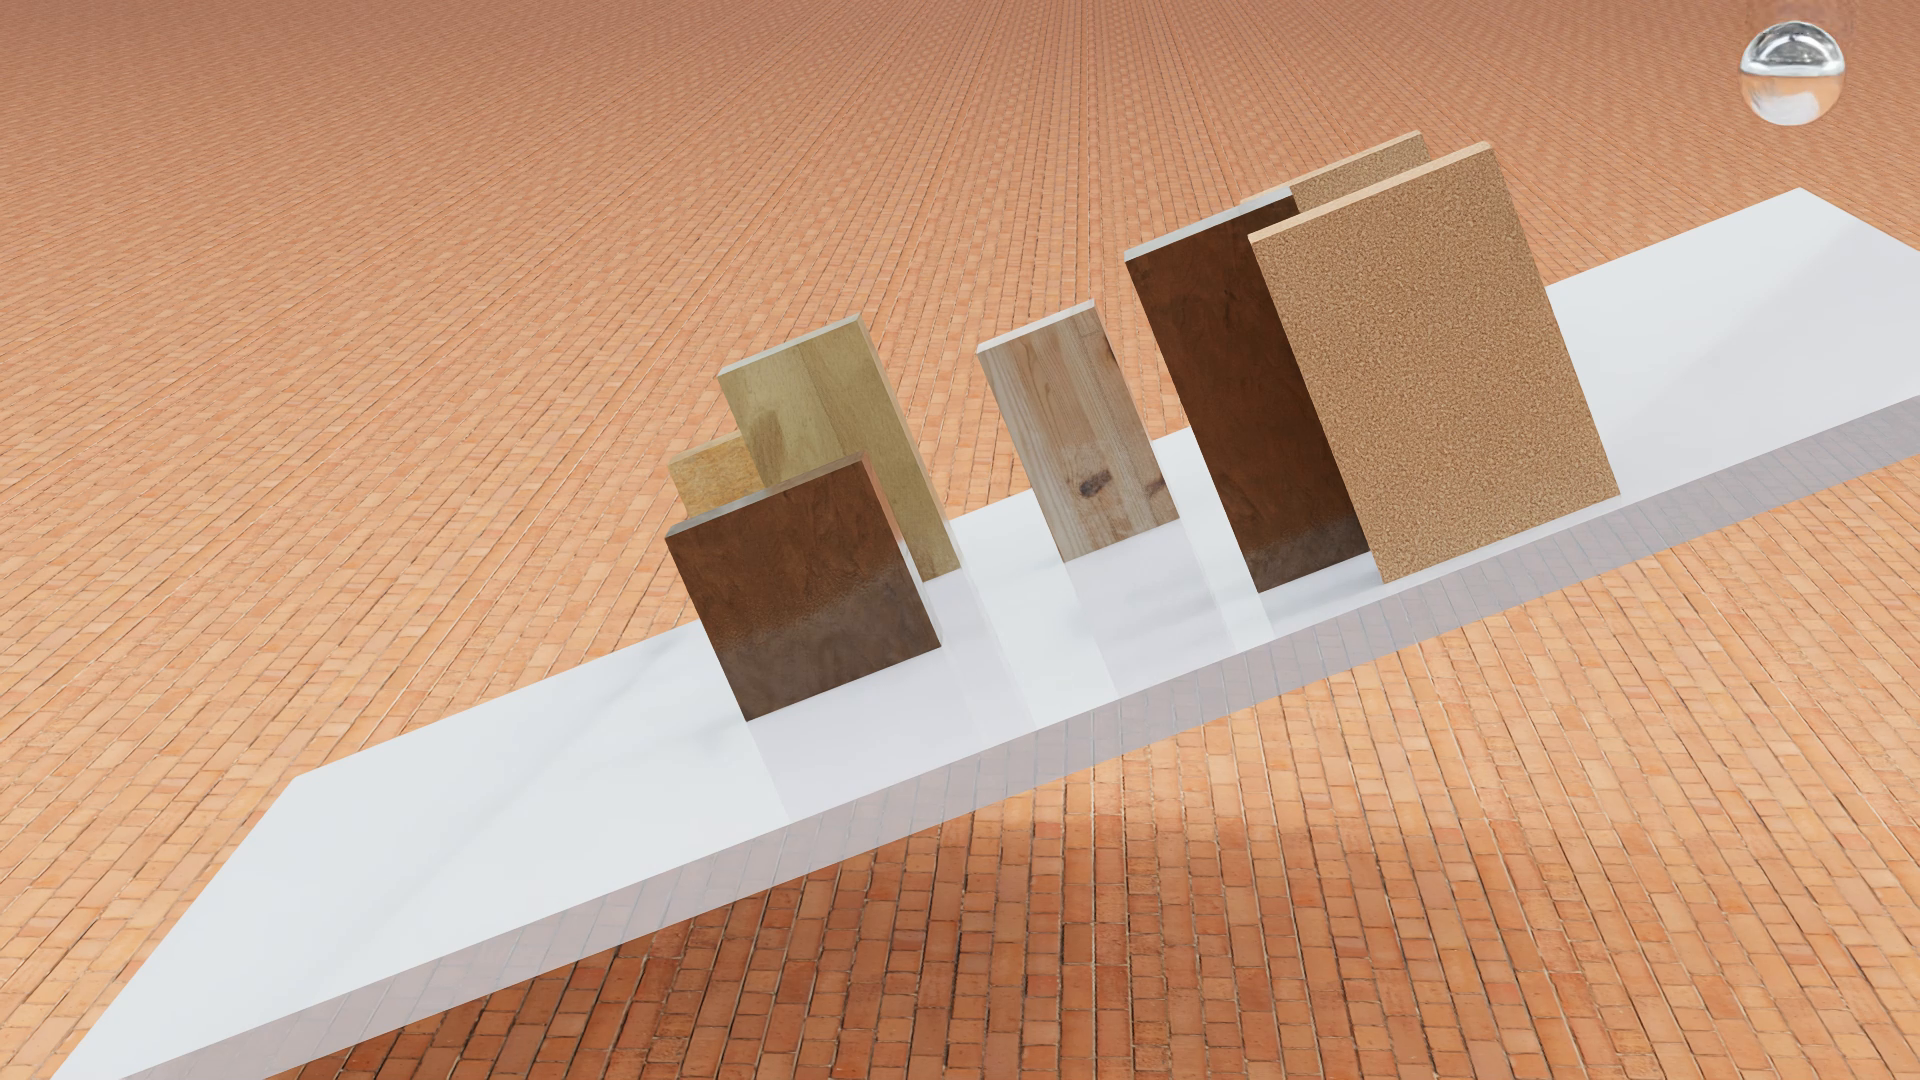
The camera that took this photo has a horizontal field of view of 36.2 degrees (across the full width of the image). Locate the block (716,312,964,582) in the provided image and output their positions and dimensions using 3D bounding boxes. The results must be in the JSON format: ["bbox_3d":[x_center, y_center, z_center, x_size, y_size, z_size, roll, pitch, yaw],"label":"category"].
[{"bbox_3d":[-0.271,-0.166,6.751,0.345,0.619,0.109,-21,12,7],"label":"block"}]

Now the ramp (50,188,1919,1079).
[{"bbox_3d":[0.126,0.173,6.289,4.000,0.100,2.000,-21,12,7],"label":"ramp"}]

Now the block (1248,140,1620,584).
[{"bbox_3d":[0.845,-0.313,5.242,0.447,0.665,0.106,-21,12,7],"label":"block"}]

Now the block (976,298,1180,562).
[{"bbox_3d":[0.257,-0.236,6.378,0.272,0.498,0.111,-21,12,7],"label":"block"}]

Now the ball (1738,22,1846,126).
[{"bbox_3d":[1.594,-0.894,5.637,0.198,0.198,0.198,0,14,0],"label":"ball"}]

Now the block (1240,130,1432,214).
[{"bbox_3d":[0.897,-0.537,6.328,0.406,0.572,0.081,-21,12,7],"label":"block"}]

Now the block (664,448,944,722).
[{"bbox_3d":[-0.324,0.096,6.172,0.446,0.430,0.110,-21,12,7],"label":"block"}]

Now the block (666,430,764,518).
[{"bbox_3d":[-0.466,-0.059,7.102,0.329,0.426,0.109,-21,12,7],"label":"block"}]

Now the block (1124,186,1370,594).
[{"bbox_3d":[0.588,-0.281,5.529,0.330,0.682,0.130,-21,12,7],"label":"block"}]
